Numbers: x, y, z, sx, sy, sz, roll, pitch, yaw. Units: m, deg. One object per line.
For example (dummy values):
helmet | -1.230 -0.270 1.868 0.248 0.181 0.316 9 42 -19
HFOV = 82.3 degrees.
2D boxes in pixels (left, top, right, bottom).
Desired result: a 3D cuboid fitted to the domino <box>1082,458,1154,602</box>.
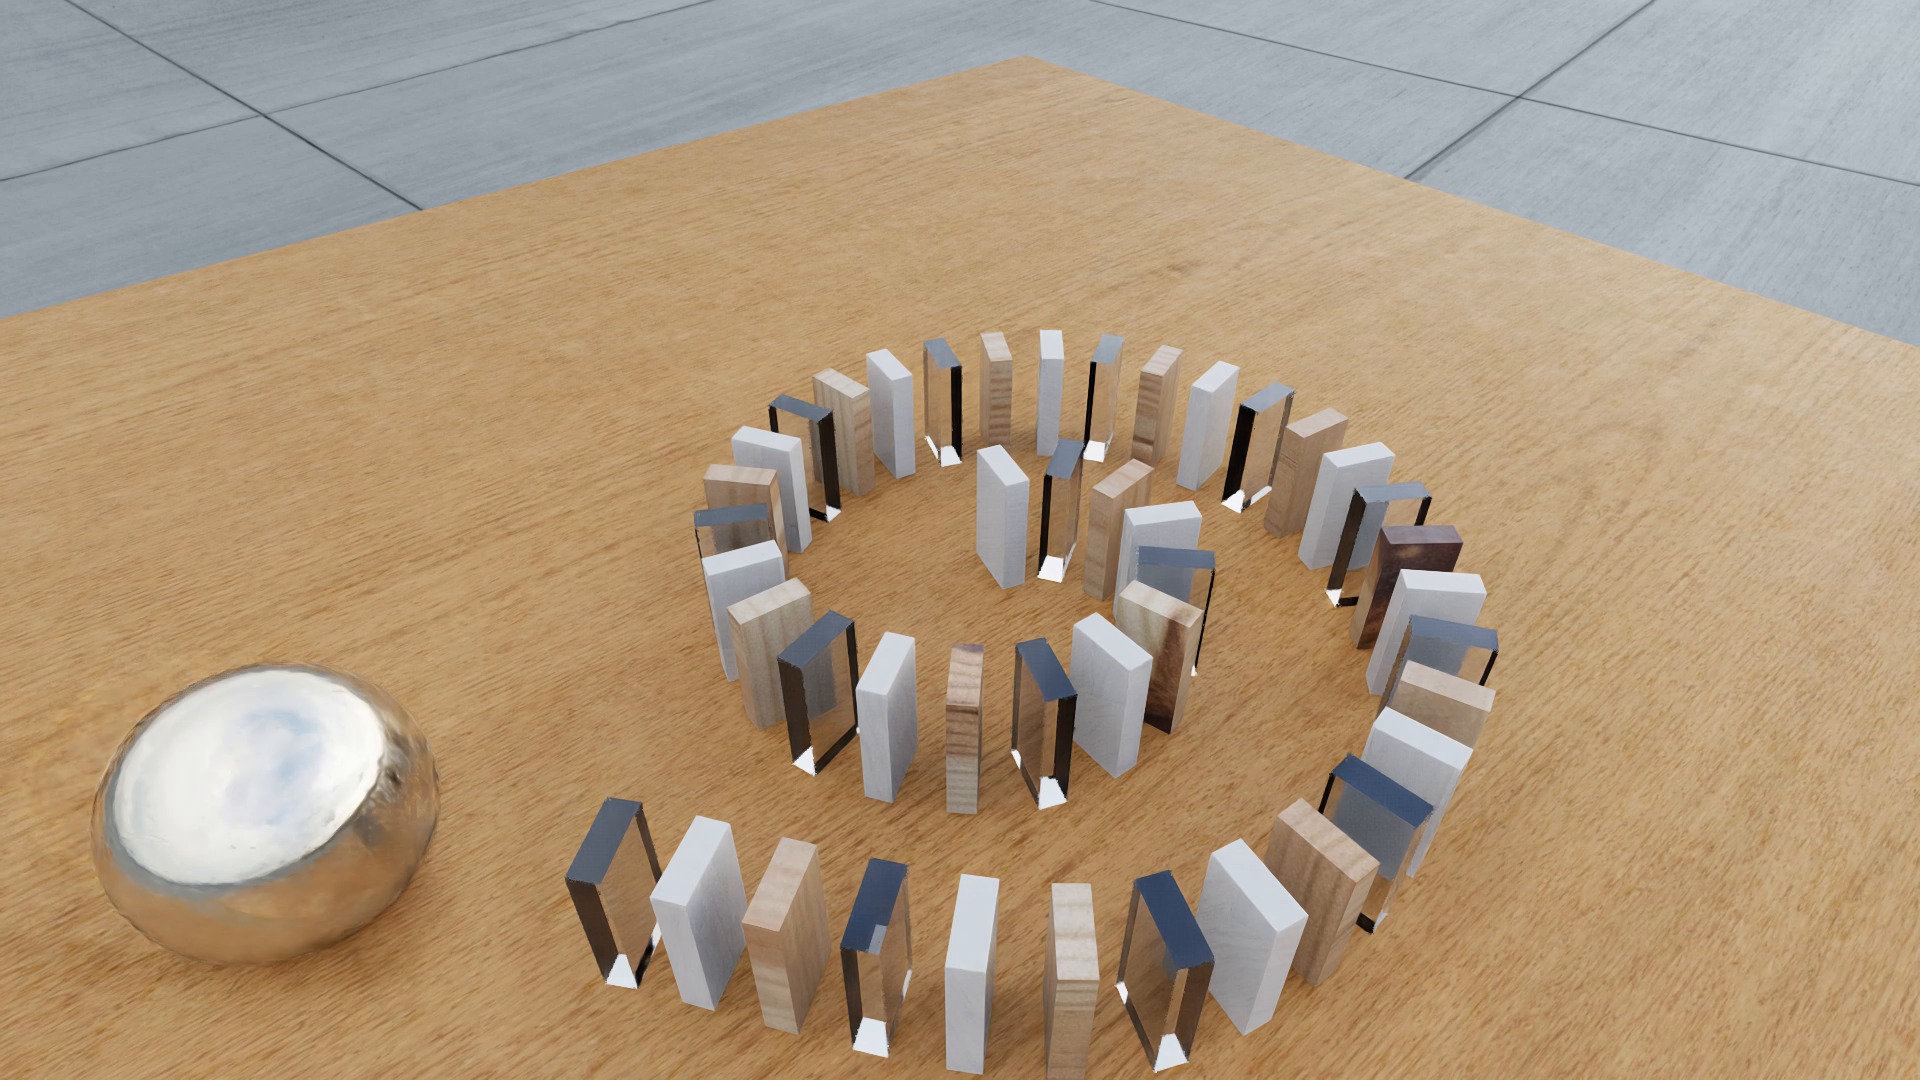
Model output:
domino | 0.059 -0.003 0.415 0.009 0.050 0.025 31 48 32

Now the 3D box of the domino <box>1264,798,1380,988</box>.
domino | 0.093 0.095 0.295 0.009 0.050 0.025 -25 46 -27

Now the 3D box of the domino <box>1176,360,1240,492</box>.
domino | 0.106 -0.048 0.471 0.010 0.050 0.025 26 46 28

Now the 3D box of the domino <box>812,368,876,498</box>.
domino | -0.049 -0.045 0.467 0.025 0.050 0.009 31 49 32

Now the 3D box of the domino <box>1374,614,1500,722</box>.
domino | 0.152 0.048 0.353 0.025 0.050 0.009 11 41 13

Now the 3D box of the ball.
ball | -0.186 0.073 0.299 0.080 0.080 0.080 0 39 0

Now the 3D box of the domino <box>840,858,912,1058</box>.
domino | -0.021 0.107 0.281 0.010 0.050 0.025 8 40 10

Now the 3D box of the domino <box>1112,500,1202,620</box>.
domino | 0.071 0.010 0.399 0.025 0.050 0.010 -7 40 -9

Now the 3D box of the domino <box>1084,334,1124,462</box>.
domino | 0.063 -0.063 0.488 0.010 0.050 0.025 11 41 14

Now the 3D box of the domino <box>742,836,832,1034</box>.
domino | -0.044 0.103 0.285 0.009 0.050 0.025 10 40 12

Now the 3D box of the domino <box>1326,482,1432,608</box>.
domino | 0.155 0.002 0.409 0.025 0.050 0.009 -6 40 -7

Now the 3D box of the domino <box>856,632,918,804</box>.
domino | -0.022 0.056 0.343 0.009 0.050 0.025 11 41 13

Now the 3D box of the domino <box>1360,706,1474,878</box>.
domino | 0.128 0.074 0.321 0.025 0.050 0.009 27 47 29

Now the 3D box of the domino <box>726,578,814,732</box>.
domino | -0.061 0.038 0.365 0.025 0.050 0.009 -24 45 -27

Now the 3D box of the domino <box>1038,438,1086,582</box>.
domino | 0.039 -0.011 0.425 0.009 0.050 0.025 12 41 14

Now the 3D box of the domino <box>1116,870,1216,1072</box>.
domino | 0.051 0.109 0.278 0.009 0.050 0.025 -11 41 -13

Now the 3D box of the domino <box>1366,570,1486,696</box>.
domino | 0.156 0.033 0.372 0.025 0.050 0.009 4 39 5

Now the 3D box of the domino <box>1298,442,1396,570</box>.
domino | 0.149 -0.013 0.427 0.025 0.050 0.010 -12 41 -14

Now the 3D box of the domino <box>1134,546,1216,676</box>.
domino | 0.072 0.025 0.381 0.025 0.050 0.009 4 40 5

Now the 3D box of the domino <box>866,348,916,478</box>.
domino | -0.030 -0.055 0.478 0.010 0.050 0.025 -19 43 -22

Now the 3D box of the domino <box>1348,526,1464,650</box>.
domino | 0.157 0.017 0.390 0.025 0.050 0.010 -1 39 -1

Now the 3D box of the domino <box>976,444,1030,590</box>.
domino | 0.016 -0.008 0.422 0.009 0.050 0.025 -16 42 -18

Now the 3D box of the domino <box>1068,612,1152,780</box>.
domino | 0.046 0.050 0.350 0.009 0.050 0.025 -26 46 -28

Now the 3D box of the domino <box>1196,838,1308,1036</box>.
domino | 0.073 0.104 0.285 0.009 0.050 0.025 -19 43 -22

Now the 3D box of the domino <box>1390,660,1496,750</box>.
domino | 0.142 0.062 0.336 0.025 0.050 0.009 20 43 23

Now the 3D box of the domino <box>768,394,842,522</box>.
domino | -0.063 -0.033 0.452 0.025 0.050 0.009 21 44 23

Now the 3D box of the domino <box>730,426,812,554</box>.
domino | -0.074 -0.019 0.435 0.025 0.050 0.009 14 41 16

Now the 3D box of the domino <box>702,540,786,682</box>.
domino | -0.072 0.025 0.381 0.025 0.050 0.010 -16 42 -18

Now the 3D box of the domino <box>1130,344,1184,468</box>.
domino | 0.086 -0.057 0.481 0.009 0.050 0.025 19 43 22

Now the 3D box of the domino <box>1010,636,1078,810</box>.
domino | 0.025 0.057 0.341 0.009 0.050 0.025 -12 41 -14

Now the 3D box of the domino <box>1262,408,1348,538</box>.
domino | 0.139 -0.026 0.444 0.025 0.050 0.010 -22 44 -25

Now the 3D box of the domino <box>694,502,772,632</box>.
domino | -0.080 0.011 0.399 0.025 0.050 0.010 -7 40 -8

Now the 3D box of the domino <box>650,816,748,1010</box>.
domino | -0.067 0.099 0.291 0.009 0.050 0.025 10 40 12

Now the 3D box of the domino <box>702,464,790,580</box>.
domino | -0.080 -0.005 0.417 0.025 0.050 0.010 6 40 7

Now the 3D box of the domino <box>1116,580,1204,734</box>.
domino | 0.064 0.039 0.364 0.025 0.050 0.010 25 45 27

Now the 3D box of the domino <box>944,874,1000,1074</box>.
domino | 0.003 0.110 0.277 0.010 0.050 0.025 6 40 7

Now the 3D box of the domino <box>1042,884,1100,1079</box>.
domino | 0.027 0.111 0.276 0.009 0.050 0.025 0 39 0

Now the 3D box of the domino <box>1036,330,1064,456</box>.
domino | 0.040 -0.065 0.491 0.009 0.050 0.025 1 39 1

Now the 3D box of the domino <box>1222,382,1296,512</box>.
domino | 0.124 -0.038 0.458 0.025 0.050 0.010 -32 49 -33

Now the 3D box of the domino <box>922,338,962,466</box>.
domino | -0.008 -0.061 0.485 0.009 0.050 0.025 -12 41 -14

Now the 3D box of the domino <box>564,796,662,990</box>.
domino | -0.091 0.095 0.295 0.010 0.050 0.025 6 40 8

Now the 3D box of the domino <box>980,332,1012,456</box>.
domino | 0.016 -0.064 0.490 0.009 0.050 0.025 -6 40 -7

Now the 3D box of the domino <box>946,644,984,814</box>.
domino | 0.002 0.059 0.340 0.009 0.050 0.025 3 39 3

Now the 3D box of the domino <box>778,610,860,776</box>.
domino | -0.044 0.049 0.351 0.009 0.050 0.025 24 45 26

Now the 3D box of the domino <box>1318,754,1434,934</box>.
domino | 0.112 0.085 0.307 0.010 0.050 0.025 -31 49 -32
